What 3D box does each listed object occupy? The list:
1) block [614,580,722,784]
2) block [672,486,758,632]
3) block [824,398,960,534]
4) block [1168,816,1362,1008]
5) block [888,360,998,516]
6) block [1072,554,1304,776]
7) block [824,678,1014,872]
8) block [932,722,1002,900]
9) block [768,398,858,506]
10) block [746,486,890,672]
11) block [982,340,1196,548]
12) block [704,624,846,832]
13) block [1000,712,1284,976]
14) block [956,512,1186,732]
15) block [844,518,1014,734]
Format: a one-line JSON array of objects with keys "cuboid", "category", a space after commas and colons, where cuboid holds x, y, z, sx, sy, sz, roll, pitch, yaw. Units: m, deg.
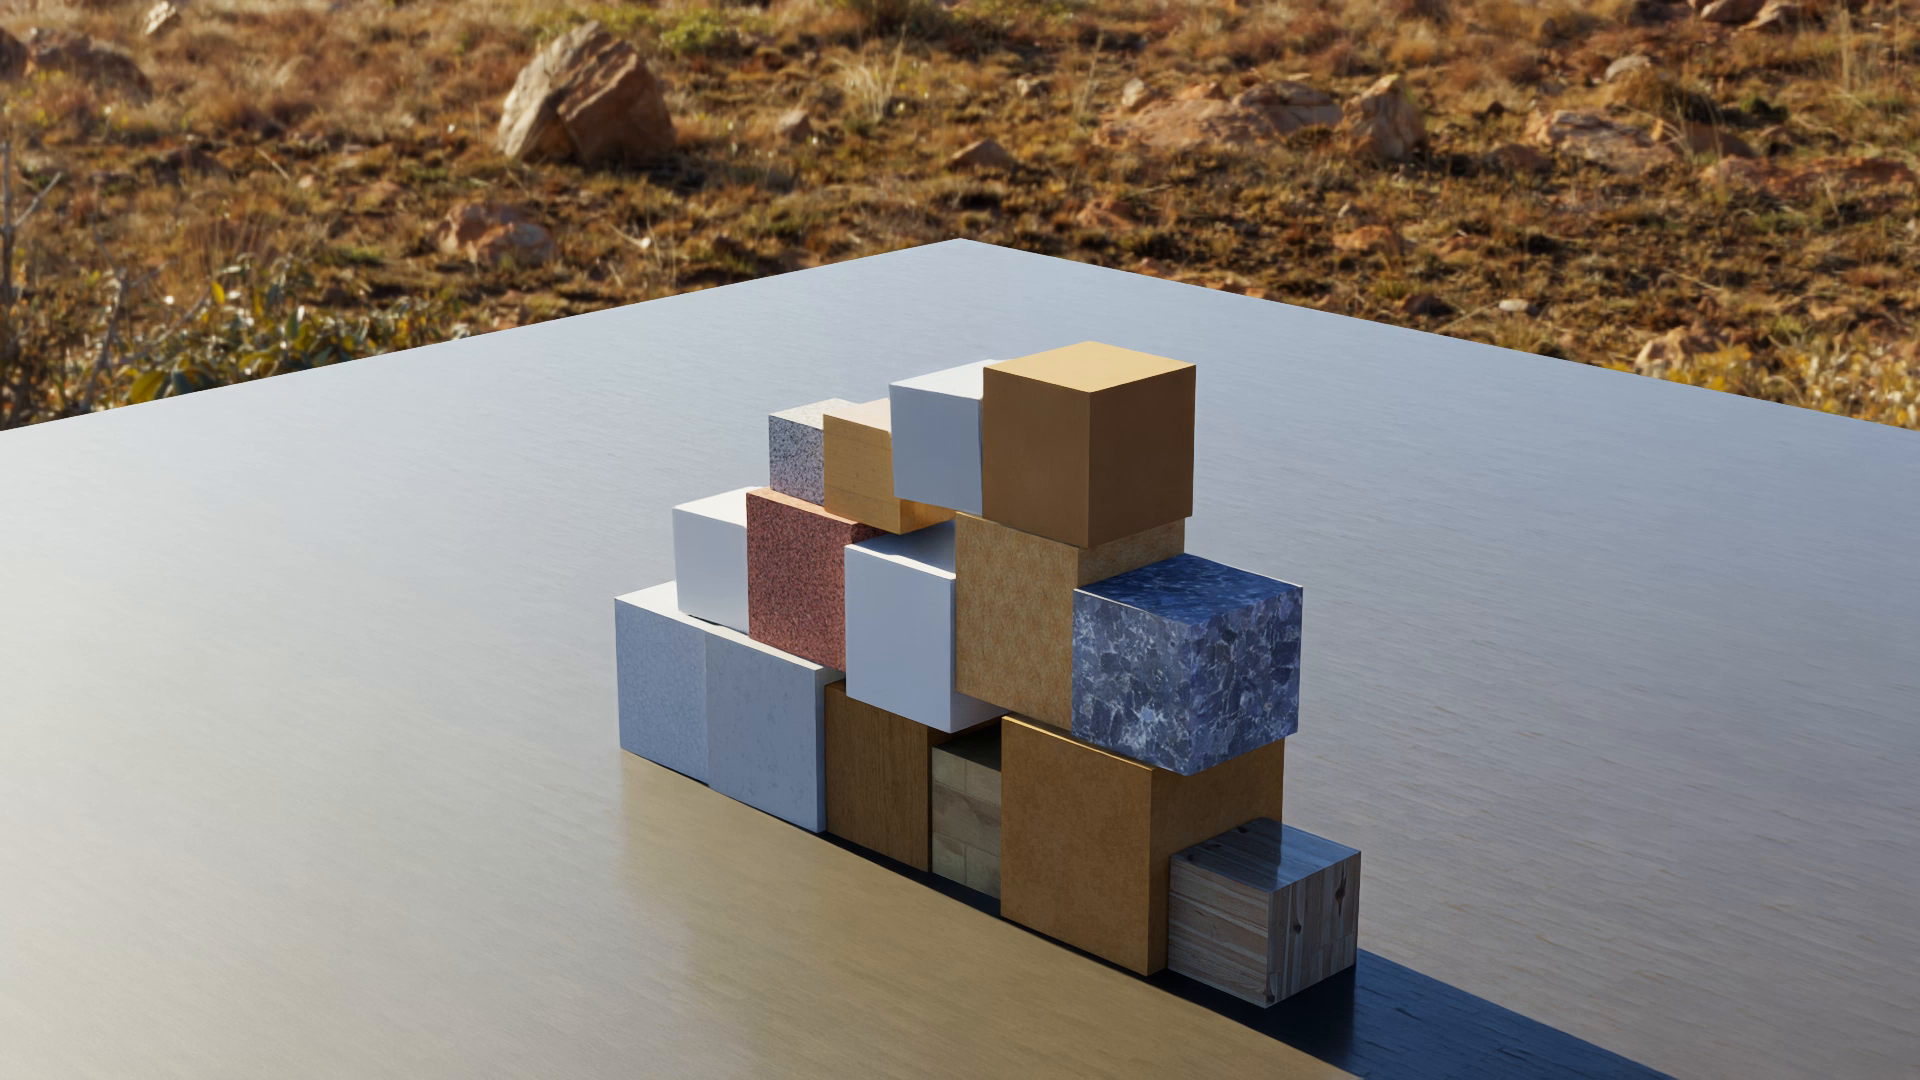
[{"cuboid": [-1.226, 0.676, 14.849, 0.716, 0.807, 0.729, -17, 24, -42], "category": "block"}, {"cuboid": [-1.022, 0.092, 14.424, 0.512, 0.535, 0.572, -17, 21, -42], "category": "block"}, {"cuboid": [-0.272, -0.354, 13.500, 0.500, 0.471, 0.505, -17, 24, -42], "category": "block"}, {"cuboid": [1.293, 1.574, 12.470, 0.612, 0.520, 0.538, -17, 24, -42], "category": "block"}, {"cuboid": [0.115, -0.466, 13.084, 0.634, 0.518, 0.554, -17, 21, -42], "category": "block"}, {"cuboid": [0.963, 0.517, 12.469, 0.721, 0.658, 0.656, -17, 24, -42], "category": "block"}, {"cuboid": [-0.161, 1.035, 13.820, 0.654, 0.739, 0.689, -17, 24, -42], "category": "block"}, {"cuboid": [0.289, 1.223, 13.424, 0.634, 0.618, 0.543, -17, 24, -42], "category": "block"}, {"cuboid": [-0.592, -0.414, 13.858, 0.431, 0.369, 0.446, -17, 24, -42], "category": "block"}, {"cuboid": [-0.531, 0.134, 13.952, 0.632, 0.733, 0.734, -17, 24, -42], "category": "block"}, {"cuboid": [0.556, -0.423, 12.654, 0.672, 0.677, 0.620, -17, 24, -42], "category": "block"}, {"cuboid": [-0.684, 0.833, 14.323, 0.773, 0.823, 0.794, -17, 24, -42], "category": "block"}, {"cuboid": [0.799, 1.219, 12.897, 0.881, 0.940, 0.867, -17, 24, -42], "category": "block"}, {"cuboid": [0.481, 0.280, 12.931, 0.687, 0.831, 0.730, -17, 24, -42], "category": "block"}, {"cuboid": [-0.025, 0.370, 13.491, 0.735, 0.727, 0.684, -17, 24, -42], "category": "block"}]
